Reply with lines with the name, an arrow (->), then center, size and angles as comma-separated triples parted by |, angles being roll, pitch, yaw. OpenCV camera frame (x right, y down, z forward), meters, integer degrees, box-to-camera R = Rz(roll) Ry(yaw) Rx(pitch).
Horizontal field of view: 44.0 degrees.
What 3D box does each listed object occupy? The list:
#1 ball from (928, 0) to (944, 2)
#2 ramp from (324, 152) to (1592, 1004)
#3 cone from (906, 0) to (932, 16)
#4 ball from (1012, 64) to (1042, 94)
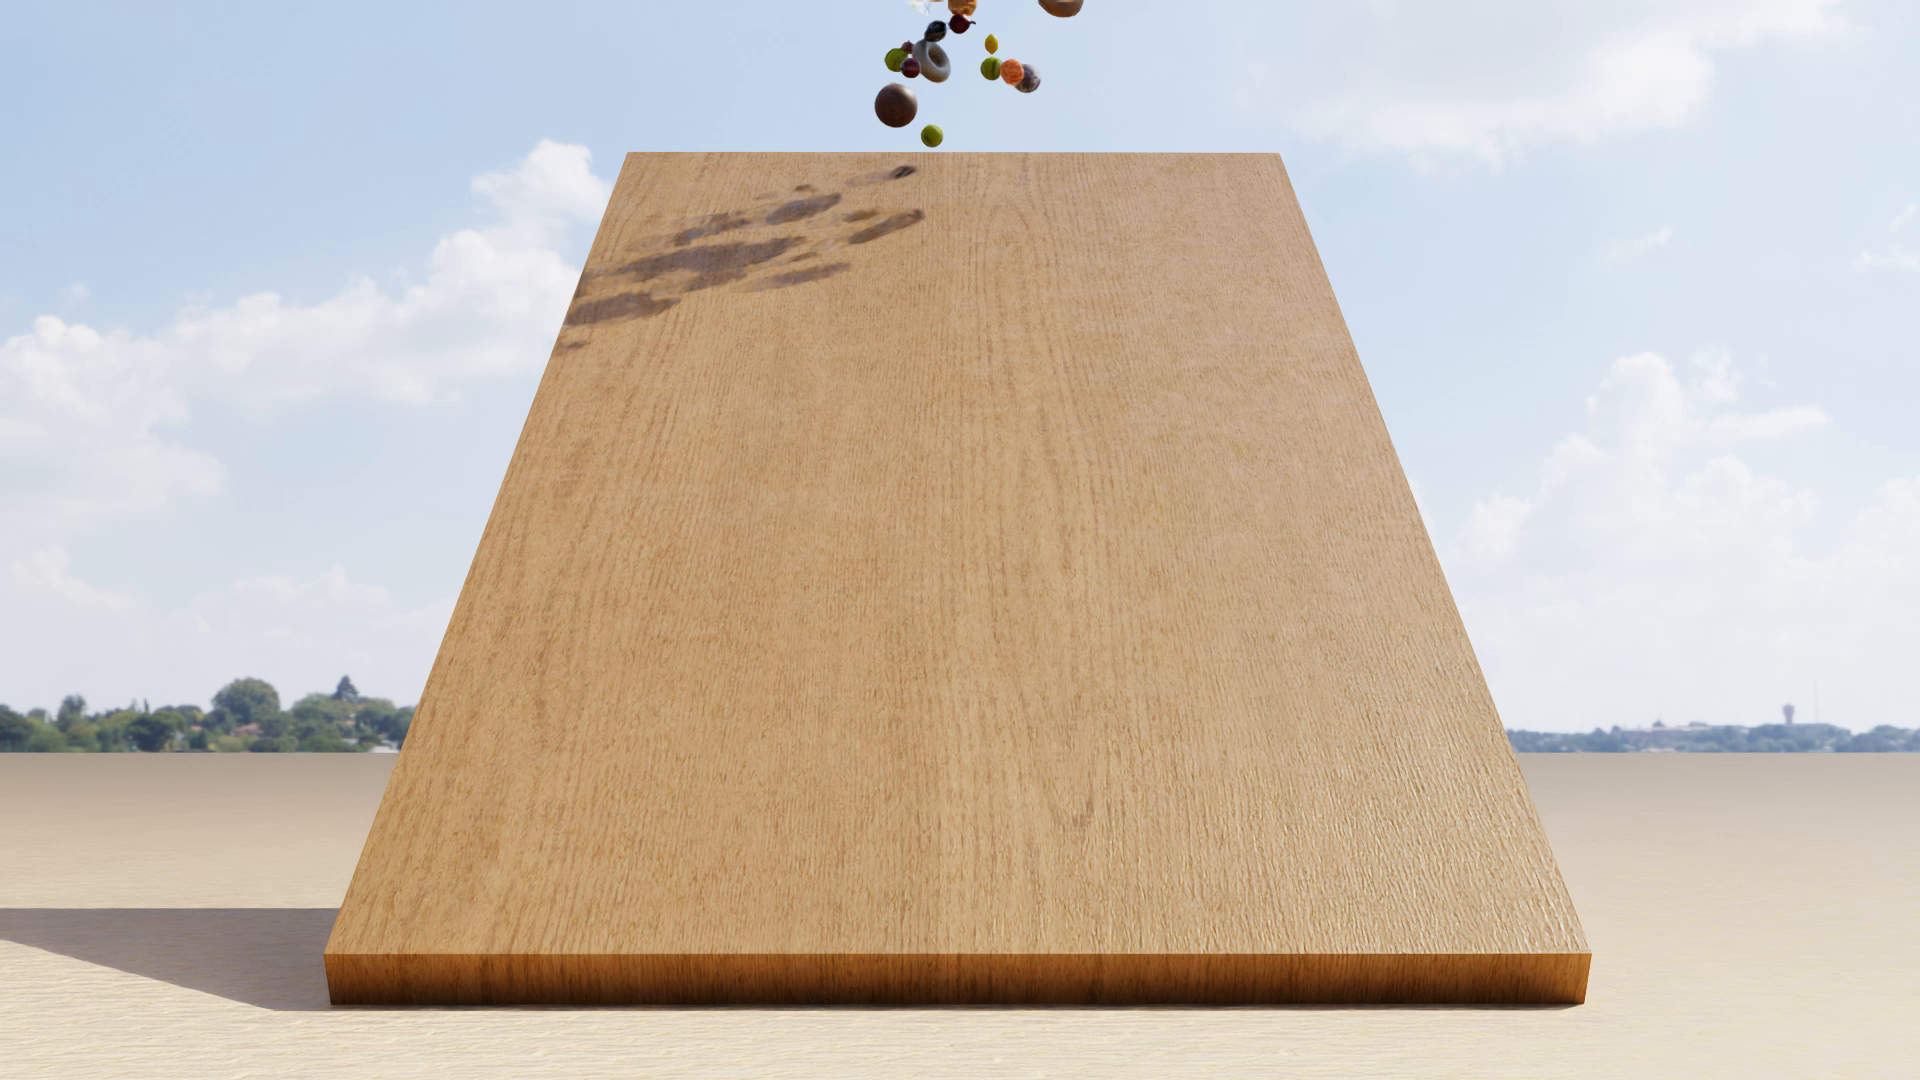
ball -> -0.070, -1.637, 7.041 | 0.091, 0.091, 0.091 | 0, -5, 0
ramp -> -0.011, -0.225, 5.546 | 2.000, 0.100, 4.000 | 0, 27, 0
cone -> -0.132, -1.632, 7.231 | 0.072, 0.072, 0.072 | 9, -2, 16
ball -> 0.197, -1.368, 7.042 | 0.089, 0.089, 0.089 | 0, -5, 0
